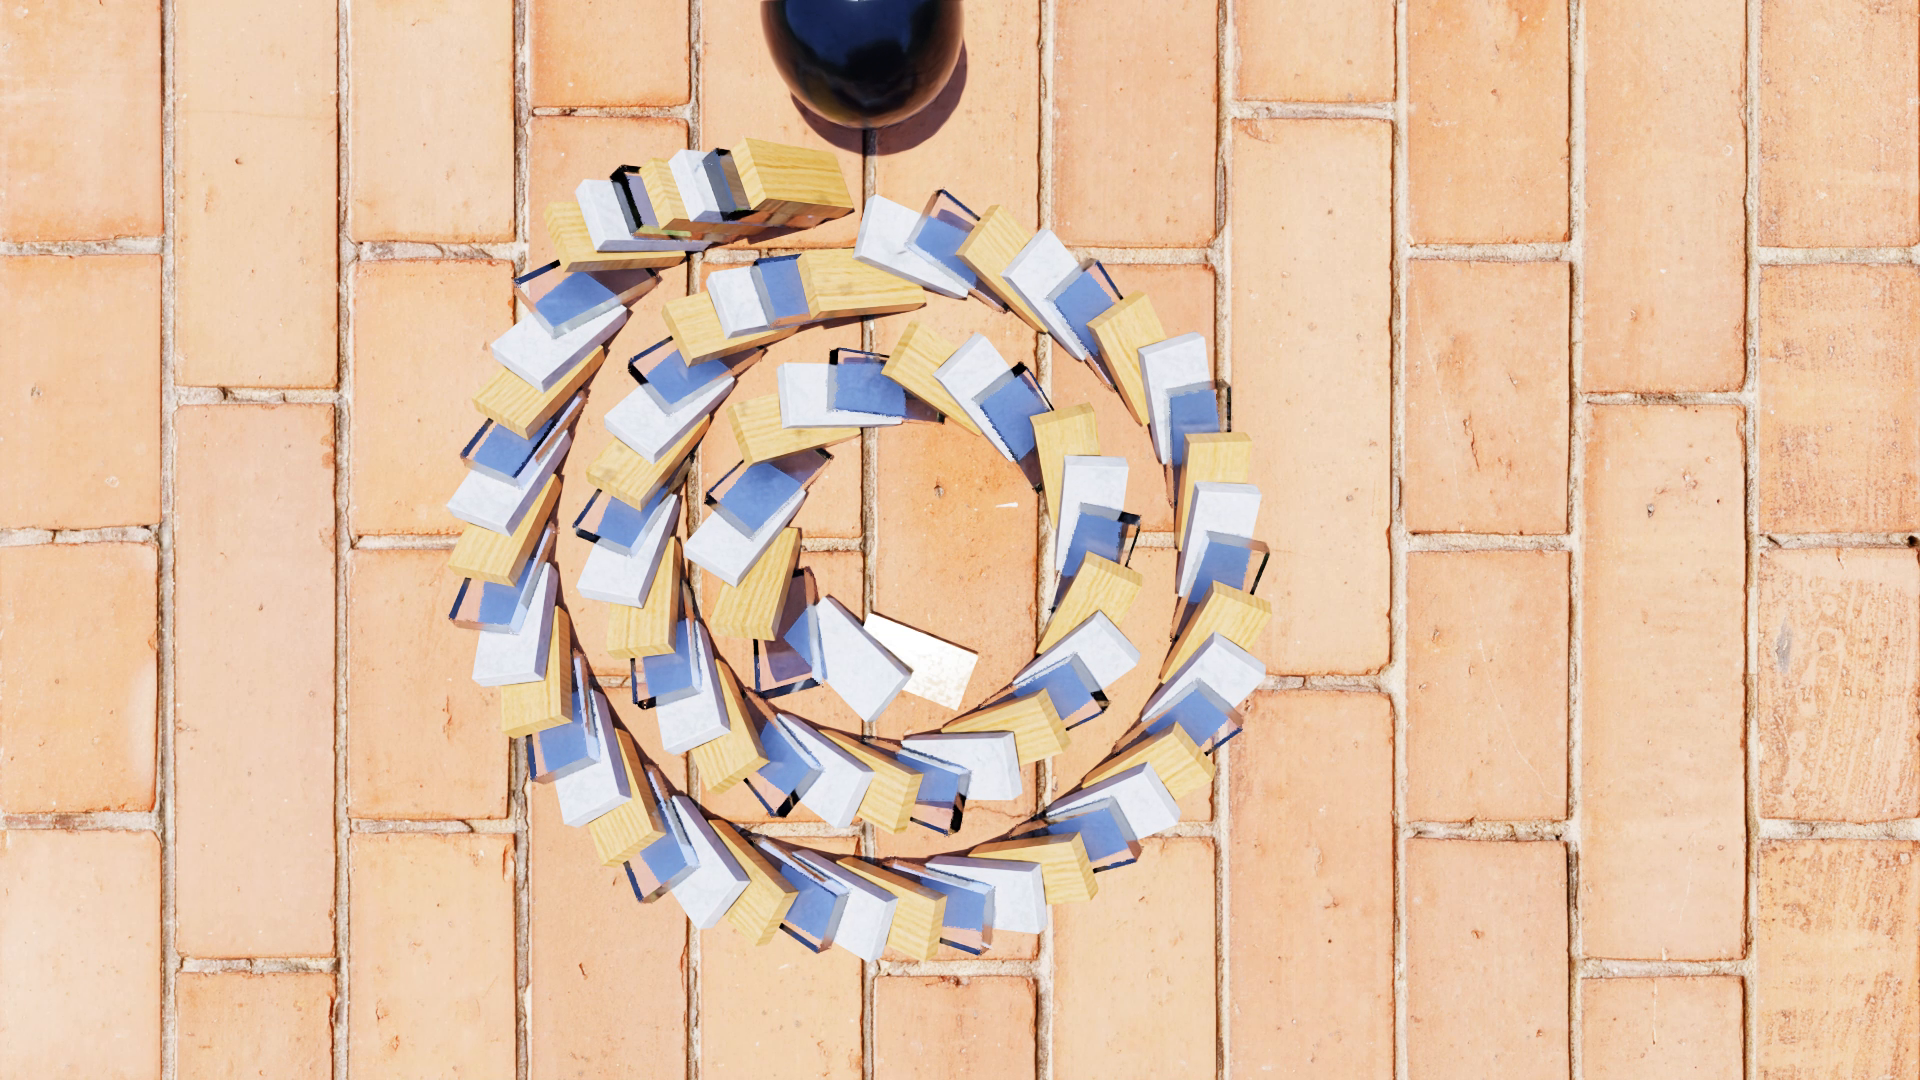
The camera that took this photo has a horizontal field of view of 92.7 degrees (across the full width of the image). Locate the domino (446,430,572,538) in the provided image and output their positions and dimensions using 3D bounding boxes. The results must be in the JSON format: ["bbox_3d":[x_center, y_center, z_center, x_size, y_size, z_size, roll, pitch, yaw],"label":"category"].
[{"bbox_3d":[-0.188,-0.028,0.384,0.025,0.010,0.050,20,61,0],"label":"domino"}]

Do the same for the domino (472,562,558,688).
[{"bbox_3d":[-0.185,0.035,0.383,0.025,0.009,0.050,-7,60,0],"label":"domino"}]

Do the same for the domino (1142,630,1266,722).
[{"bbox_3d":[0.101,0.064,0.383,0.025,0.010,0.050,34,120,0],"label":"domino"}]

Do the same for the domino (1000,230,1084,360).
[{"bbox_3d":[0.043,-0.102,0.384,0.025,0.009,0.050,-49,119,0],"label":"domino"}]

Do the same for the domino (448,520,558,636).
[{"bbox_3d":[-0.190,0.014,0.384,0.025,0.010,0.050,7,60,0],"label":"domino"}]

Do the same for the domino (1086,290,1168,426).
[{"bbox_3d":[0.075,-0.076,0.383,0.025,0.009,0.050,-34,120,0],"label":"domino"}]

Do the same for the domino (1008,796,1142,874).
[{"bbox_3d":[0.048,0.127,0.384,0.050,0.010,0.025,-28,90,30],"label":"domino"}]

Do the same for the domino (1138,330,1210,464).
[{"bbox_3d":[0.092,-0.059,0.383,0.025,0.010,0.050,-17,120,0],"label":"domino"}]

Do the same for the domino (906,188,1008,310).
[{"bbox_3d":[0.005,-0.120,0.383,0.050,0.009,0.025,28,89,-30],"label":"domino"}]

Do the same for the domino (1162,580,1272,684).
[{"bbox_3d":[0.106,0.043,0.383,0.025,0.010,0.050,21,121,0],"label":"domino"}]

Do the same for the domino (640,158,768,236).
[{"bbox_3d":[-0.104,-0.141,0.377,0.010,0.050,0.025,-20,90,38],"label":"domino"}]

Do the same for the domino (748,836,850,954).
[{"bbox_3d":[-0.072,0.148,0.384,0.050,0.009,0.025,19,90,29],"label":"domino"}]

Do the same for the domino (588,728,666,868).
[{"bbox_3d":[-0.144,0.107,0.384,0.025,0.009,0.050,-34,60,0],"label":"domino"}]

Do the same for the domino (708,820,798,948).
[{"bbox_3d":[-0.093,0.143,0.383,0.050,0.009,0.025,30,90,30],"label":"domino"}]

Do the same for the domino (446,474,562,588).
[{"bbox_3d":[-0.190,-0.007,0.384,0.025,0.010,0.050,11,61,0],"label":"domino"}]

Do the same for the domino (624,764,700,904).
[{"bbox_3d":[-0.131,0.122,0.384,0.025,0.009,0.050,-37,60,0],"label":"domino"}]

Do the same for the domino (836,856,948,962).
[{"bbox_3d":[-0.031,0.154,0.384,0.050,0.010,0.025,10,90,30],"label":"domino"}]

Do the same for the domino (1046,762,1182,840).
[{"bbox_3d":[0.064,0.114,0.384,0.050,0.009,0.025,-33,90,29],"label":"domino"}]

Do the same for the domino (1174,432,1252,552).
[{"bbox_3d":[0.105,-0.020,0.384,0.025,0.009,0.050,-2,120,0],"label":"domino"}]

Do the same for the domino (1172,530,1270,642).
[{"bbox_3d":[0.108,0.022,0.384,0.025,0.010,0.050,12,119,0],"label":"domino"}]

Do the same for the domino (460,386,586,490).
[{"bbox_3d":[-0.182,-0.047,0.384,0.025,0.010,0.050,22,61,0],"label":"domino"}]

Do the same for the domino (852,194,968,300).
[{"bbox_3d":[-0.018,-0.122,0.384,0.050,0.010,0.025,14,90,-29],"label":"domino"}]

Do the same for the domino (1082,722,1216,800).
[{"bbox_3d":[0.078,0.099,0.384,0.050,0.010,0.025,-40,90,30],"label":"domino"}]

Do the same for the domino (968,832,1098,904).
[{"bbox_3d":[0.030,0.139,0.383,0.050,0.009,0.025,-19,90,30],"label":"domino"}]

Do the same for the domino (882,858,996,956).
[{"bbox_3d":[-0.010,0.153,0.383,0.050,0.010,0.025,4,90,30],"label":"domino"}]

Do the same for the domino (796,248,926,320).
[{"bbox_3d":[-0.041,-0.108,0.383,0.050,0.009,0.025,-14,89,-32],"label":"domino"}]

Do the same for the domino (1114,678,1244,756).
[{"bbox_3d":[0.091,0.082,0.383,0.025,0.010,0.050,42,120,0],"label":"domino"}]

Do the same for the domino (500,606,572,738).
[{"bbox_3d":[-0.177,0.055,0.384,0.025,0.009,0.050,-16,60,0],"label":"domino"}]

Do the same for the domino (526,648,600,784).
[{"bbox_3d":[-0.168,0.073,0.384,0.025,0.009,0.050,-22,61,0],"label":"domino"}]

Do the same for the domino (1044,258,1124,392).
[{"bbox_3d":[0.060,-0.090,0.384,0.025,0.009,0.050,-43,119,0],"label":"domino"}]

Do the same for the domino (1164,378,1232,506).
[{"bbox_3d":[0.100,-0.040,0.383,0.025,0.009,0.050,-10,120,0],"label":"domino"}]

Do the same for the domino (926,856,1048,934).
[{"bbox_3d":[0.011,0.148,0.383,0.050,0.009,0.025,-7,90,30],"label":"domino"}]

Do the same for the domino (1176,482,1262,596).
[{"bbox_3d":[0.107,0.001,0.384,0.025,0.009,0.050,3,120,0],"label":"domino"}]

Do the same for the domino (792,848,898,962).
[{"bbox_3d":[-0.052,0.152,0.384,0.050,0.010,0.025,16,90,29],"label":"domino"}]

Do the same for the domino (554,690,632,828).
[{"bbox_3d":[-0.157,0.091,0.384,0.025,0.010,0.050,-28,61,0],"label":"domino"}]

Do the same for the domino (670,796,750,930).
[{"bbox_3d":[-0.112,0.134,0.383,0.050,0.009,0.025,40,90,30],"label":"domino"}]

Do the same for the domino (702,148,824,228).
[{"bbox_3d":[-0.080,-0.144,0.377,0.010,0.050,0.025,-20,90,38],"label":"domino"}]

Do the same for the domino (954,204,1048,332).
[{"bbox_3d":[0.025,-0.113,0.384,0.050,0.010,0.025,36,89,-29],"label":"domino"}]

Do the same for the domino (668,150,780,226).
[{"bbox_3d":[-0.093,-0.144,0.377,0.010,0.050,0.025,-20,91,38],"label":"domino"}]

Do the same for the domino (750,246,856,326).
[{"bbox_3d":[-0.059,-0.106,0.383,0.050,0.010,0.025,-19,90,-32],"label":"domino"}]

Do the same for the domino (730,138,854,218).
[{"bbox_3d":[-0.068,-0.148,0.377,0.009,0.050,0.025,-20,90,38],"label":"domino"}]
